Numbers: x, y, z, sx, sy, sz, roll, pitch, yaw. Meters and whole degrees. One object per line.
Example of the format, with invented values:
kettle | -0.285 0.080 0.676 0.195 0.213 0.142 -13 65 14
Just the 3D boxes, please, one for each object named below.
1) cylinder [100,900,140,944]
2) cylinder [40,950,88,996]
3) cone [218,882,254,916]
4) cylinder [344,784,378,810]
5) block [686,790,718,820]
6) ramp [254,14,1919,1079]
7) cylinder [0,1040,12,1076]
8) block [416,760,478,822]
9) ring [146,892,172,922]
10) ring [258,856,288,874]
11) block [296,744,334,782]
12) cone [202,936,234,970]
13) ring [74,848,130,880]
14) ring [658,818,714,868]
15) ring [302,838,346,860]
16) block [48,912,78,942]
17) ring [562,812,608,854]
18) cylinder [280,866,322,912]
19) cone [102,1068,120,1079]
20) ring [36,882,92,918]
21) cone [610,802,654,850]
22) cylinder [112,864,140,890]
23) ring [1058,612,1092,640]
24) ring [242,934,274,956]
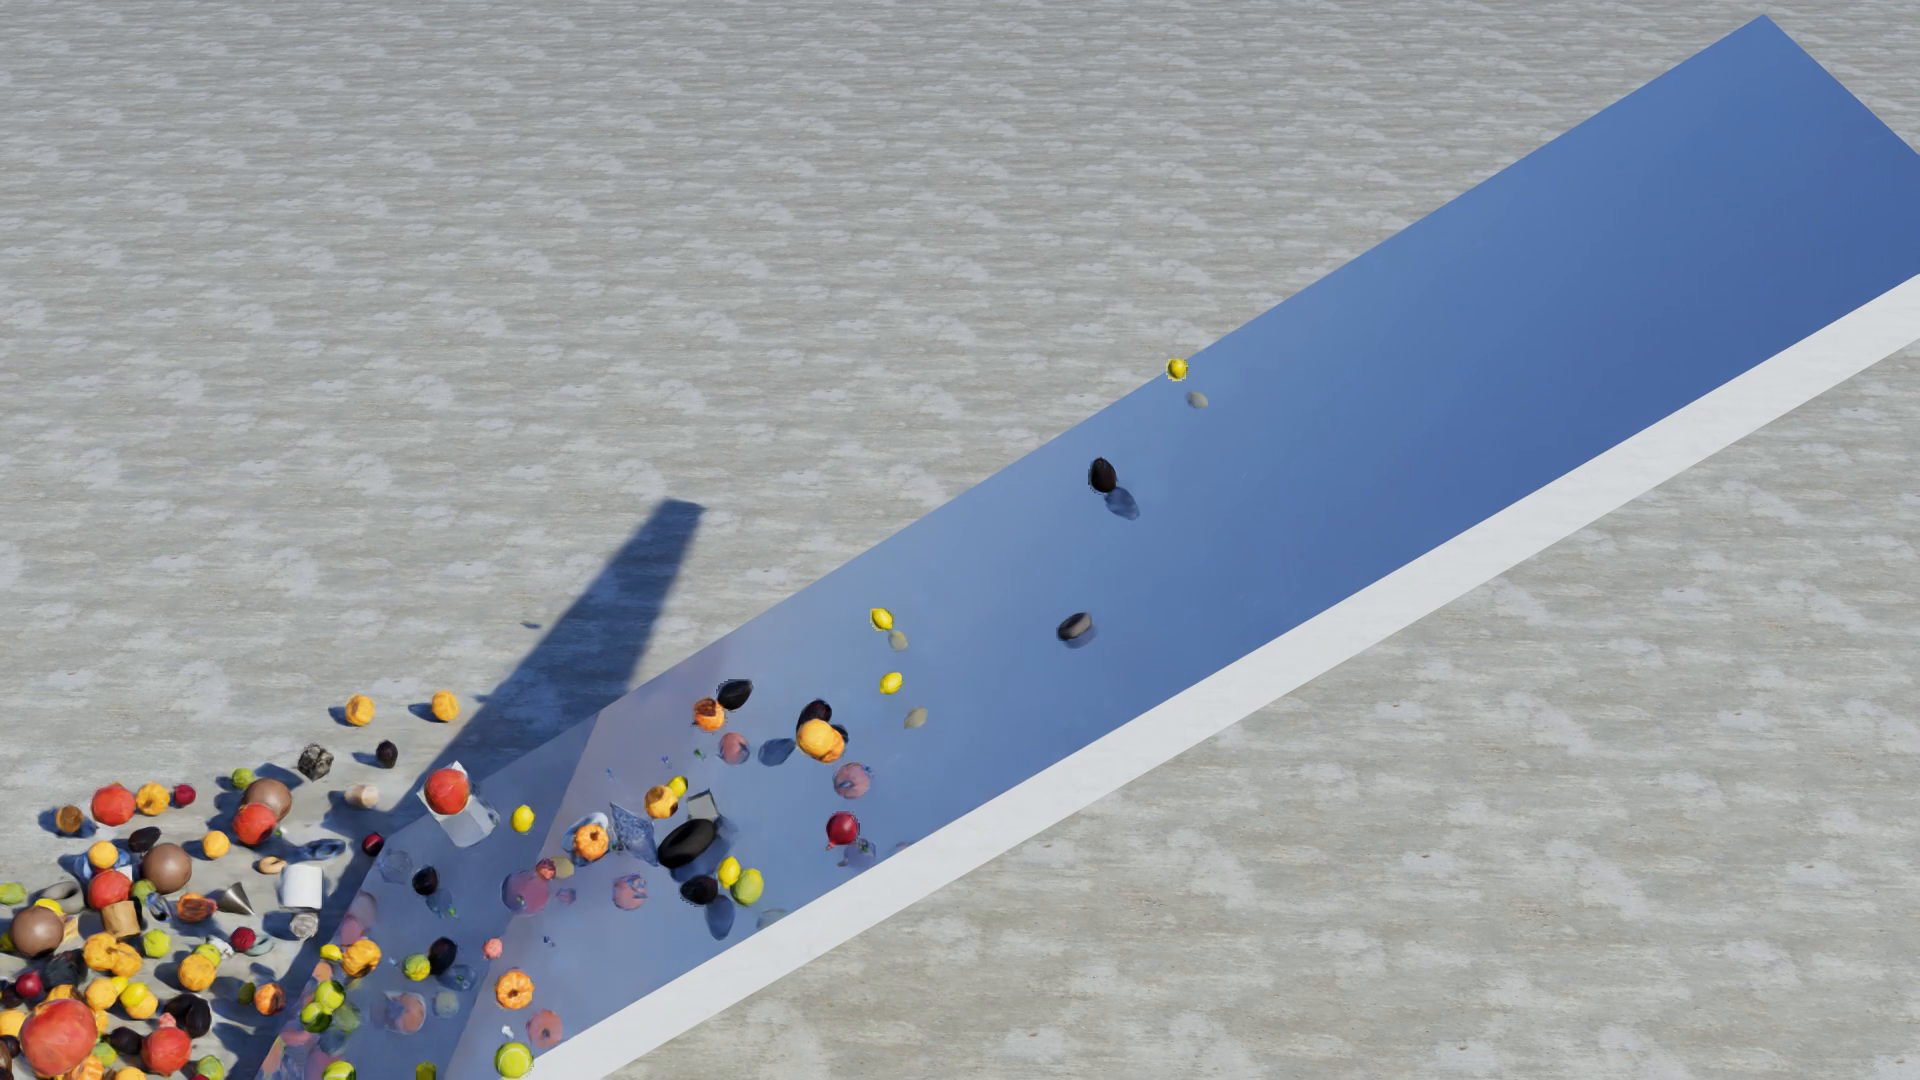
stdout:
cylinder | -2.074 0.943 7.260 0.084 0.084 0.084 -16 -11 -3
cylinder | -2.149 1.041 7.057 0.092 0.092 0.092 -1 4 -4
cone | -1.823 0.929 7.469 0.086 0.086 0.086 34 30 12
cylinder | -1.638 0.700 8.040 0.065 0.065 0.065 3 19 30
block | -0.542 0.562 6.191 0.051 0.051 0.051 -21 7 0
ramp | 0.139 0.171 6.295 4.000 0.100 2.000 -31 15 14
cylinder | -2.207 1.187 6.693 0.076 0.076 0.076 -17 23 -7
block | -1.312 0.643 7.533 0.095 0.095 0.095 -28 16 24
ring | -1.984 0.909 7.283 0.029 0.087 0.087 -32 20 5
ring | -1.801 0.851 7.702 0.077 0.026 0.077 -1 20 0
block | -1.767 0.610 8.061 0.064 0.064 0.064 34 33 13
cone | -1.837 1.025 7.215 0.077 0.077 0.077 11 50 27
ring | -2.242 0.845 7.684 0.143 0.048 0.143 -3 19 1
ring | -0.568 0.628 6.103 0.136 0.045 0.136 -32 16 10
ring | -1.677 0.816 7.764 0.113 0.038 0.113 -3 7 0
block | -2.240 0.968 7.347 0.051 0.051 0.051 11 23 28
ring | -0.843 0.656 6.605 0.122 0.041 0.122 -33 16 11
cylinder | -1.553 0.823 6.934 0.097 0.097 0.097 0 -16 0
cone | -1.911 1.214 6.622 0.072 0.072 0.072 12 29 -7
ring | -2.283 0.916 7.493 0.139 0.046 0.139 -3 23 1
cone | -0.736 0.609 6.417 0.096 0.096 0.096 -32 15 10
cylinder | -2.155 0.870 7.605 0.055 0.055 0.055 -14 24 -34
ring | 0.229 0.171 5.862 0.075 0.025 0.075 -31 16 10
ring | -1.737 1.003 7.285 0.080 0.027 0.080 -4 22 2
